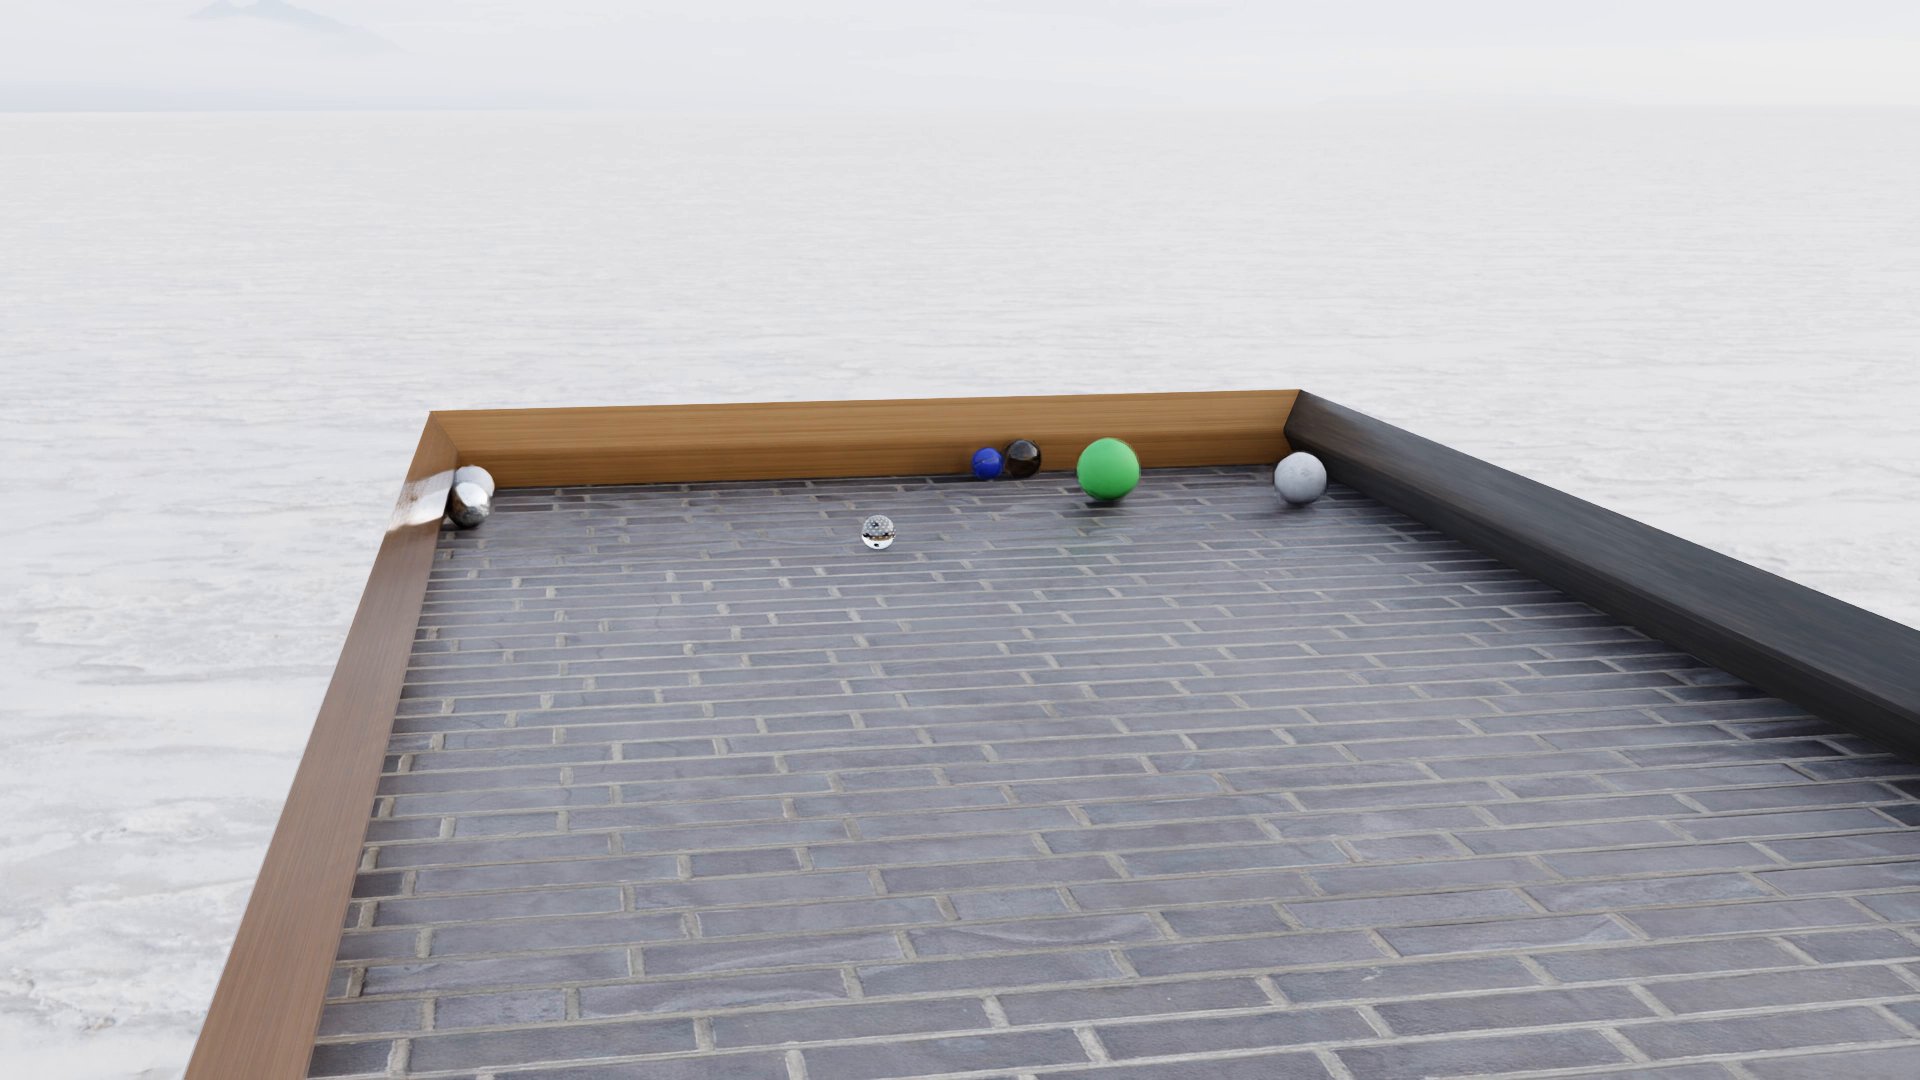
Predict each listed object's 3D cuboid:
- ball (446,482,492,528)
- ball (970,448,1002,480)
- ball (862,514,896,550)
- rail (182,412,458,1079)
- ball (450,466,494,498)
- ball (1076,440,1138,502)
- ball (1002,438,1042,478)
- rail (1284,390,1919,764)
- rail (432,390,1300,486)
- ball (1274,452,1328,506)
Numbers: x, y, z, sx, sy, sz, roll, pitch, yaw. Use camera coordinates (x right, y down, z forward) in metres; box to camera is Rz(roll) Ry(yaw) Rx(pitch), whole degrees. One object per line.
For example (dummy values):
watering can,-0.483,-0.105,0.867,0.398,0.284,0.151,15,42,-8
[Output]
ball,-0.731,-0.052,3.269,0.068,0.068,0.068,0,11,0
ball,0.045,-0.128,3.681,0.054,0.054,0.054,0,11,0
ball,-0.115,-0.011,3.115,0.049,0.049,0.049,0,11,0
rail,-0.571,0.140,2.163,0.045,0.128,2.953,-2,12,-10
ball,-0.759,-0.082,3.415,0.069,0.069,0.069,0,11,0
ball,0.234,-0.111,3.483,0.098,0.098,0.098,0,11,0
ball,0.104,-0.137,3.696,0.066,0.066,0.066,0,11,0
rail,0.838,0.089,2.417,0.045,0.128,2.953,-2,12,-10
rail,-0.129,-0.169,3.690,1.480,0.128,0.045,-2,12,-10
ball,0.534,-0.096,3.448,0.083,0.083,0.083,0,11,0
